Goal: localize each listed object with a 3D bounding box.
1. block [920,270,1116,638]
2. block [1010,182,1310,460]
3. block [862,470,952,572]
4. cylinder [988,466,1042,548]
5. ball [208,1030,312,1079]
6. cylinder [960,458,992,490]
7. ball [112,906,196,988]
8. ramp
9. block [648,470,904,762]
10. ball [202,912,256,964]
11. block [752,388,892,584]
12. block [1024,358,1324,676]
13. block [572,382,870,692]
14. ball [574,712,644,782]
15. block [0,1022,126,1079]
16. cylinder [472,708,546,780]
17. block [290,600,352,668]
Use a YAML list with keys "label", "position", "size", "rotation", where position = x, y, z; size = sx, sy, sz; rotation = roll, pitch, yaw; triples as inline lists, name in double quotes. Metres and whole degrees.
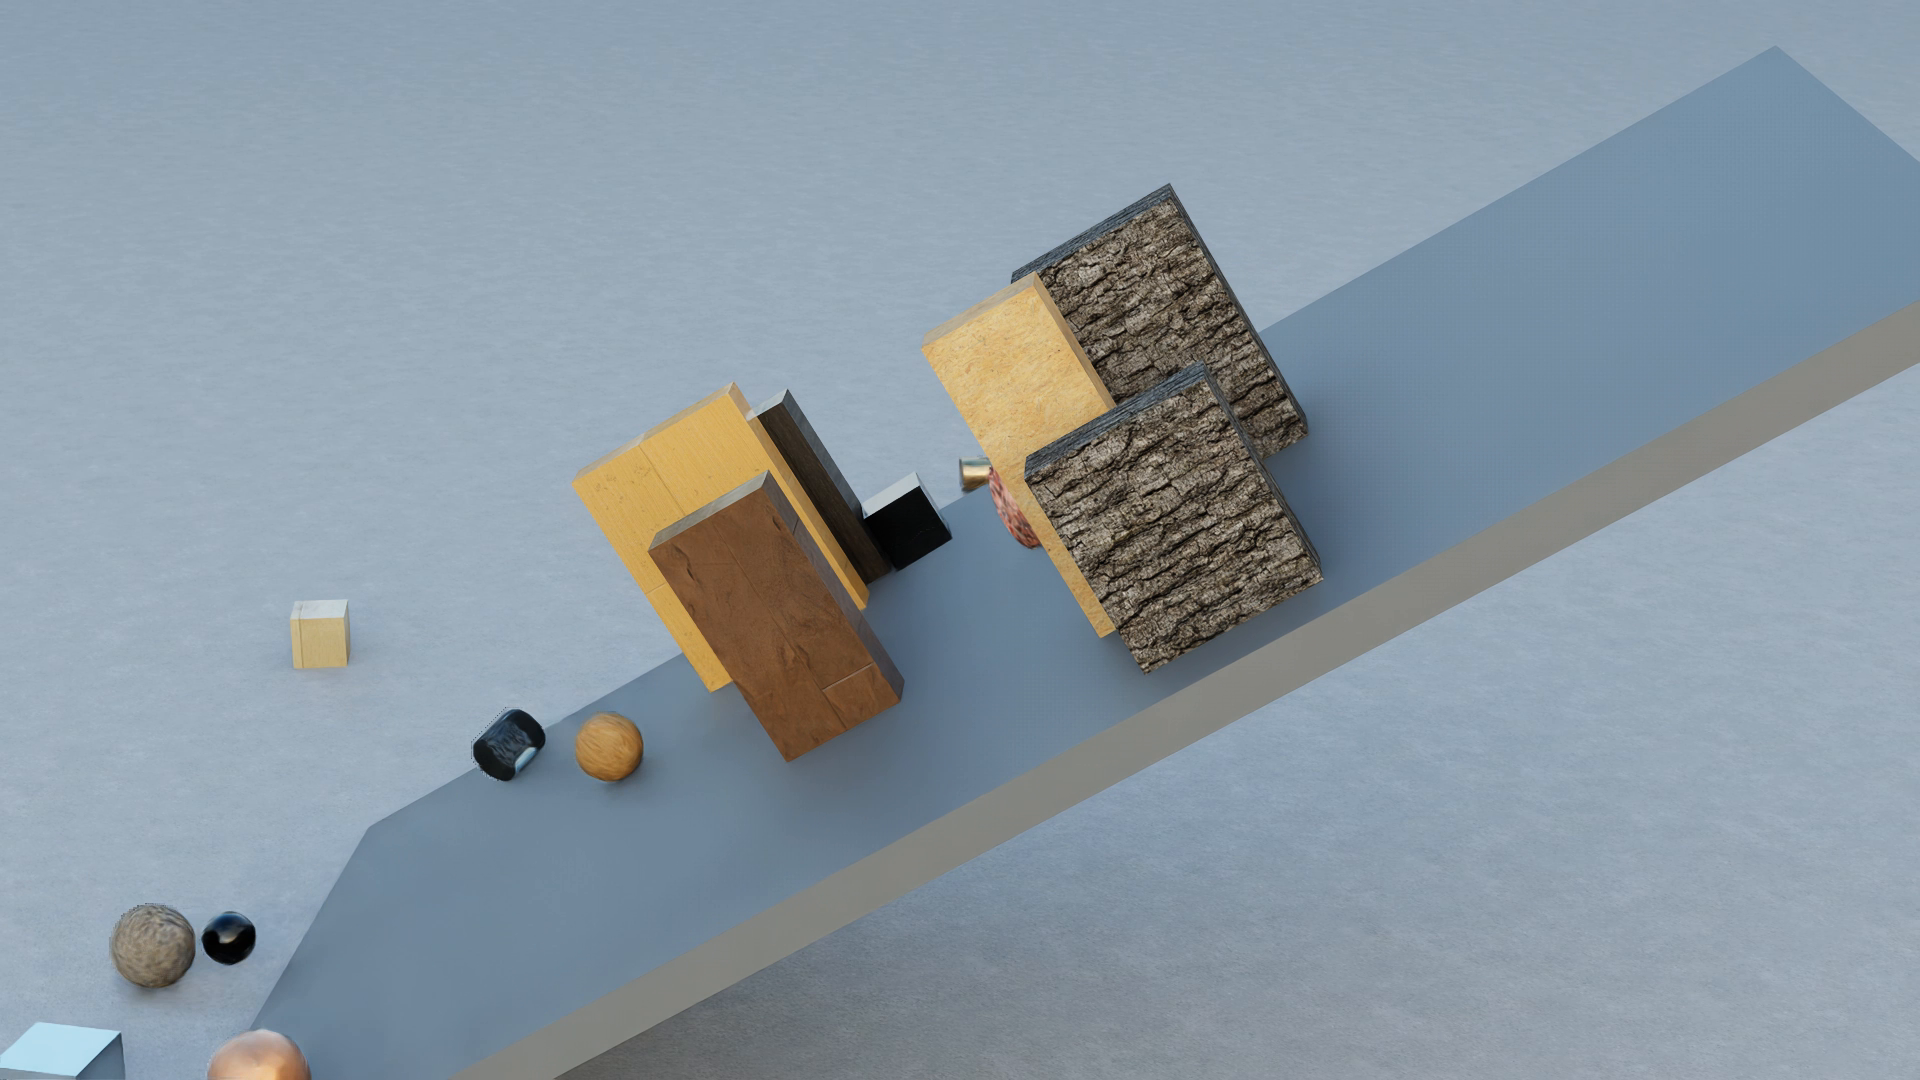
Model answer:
- label: "block"
  position: [0.209, -0.162, 5.684]
  size: [0.247, 0.675, 0.115]
  rotation: [-29, 15, 12]
- label: "block"
  position: [0.420, -0.393, 6.181]
  size: [0.381, 0.585, 0.144]
  rotation: [-29, 15, 12]
- label: "block"
  position: [-0.128, -0.045, 7.031]
  size: [0.153, 0.153, 0.153]
  rotation: [-31, 15, 4]
- label: "cylinder"
  position: [0.205, -0.118, 6.479]
  size: [0.207, 0.207, 0.207]
  rotation: [-26, 10, 22]
- label: "ball"
  position: [-1.399, 1.081, 5.872]
  size: [0.202, 0.202, 0.202]
  rotation: [0, 19, 0]
- label: "cylinder"
  position: [0.061, -0.237, 10.577]
  size: [0.114, 0.114, 0.114]
  rotation: [-2, 19, -6]
- label: "ball"
  position: [-1.912, 0.965, 6.976]
  size: [0.195, 0.195, 0.195]
  rotation: [0, 19, 0]
- label: "ramp"
  position: [0.142, 0.168, 6.287]
  size: [4.000, 0.100, 2.000]
  rotation: [-29, 15, 12]
- label: "block"
  position: [-0.378, 0.160, 6.107]
  size: [0.278, 0.540, 0.119]
  rotation: [-29, 15, 12]
- label: "ball"
  position: [-1.762, 0.960, 7.093]
  size: [0.128, 0.128, 0.128]
  rotation: [0, 19, 0]
- label: "block"
  position: [-0.475, -0.040, 7.060]
  size: [0.436, 0.488, 0.115]
  rotation: [-29, 15, 12]
- label: "block"
  position: [0.391, -0.041, 5.386]
  size: [0.374, 0.439, 0.134]
  rotation: [-29, 15, 12]
- label: "block"
  position: [-0.557, -0.003, 6.883]
  size: [0.434, 0.601, 0.102]
  rotation: [-29, 15, 12]
- label: "ball"
  position: [-0.802, 0.473, 6.718]
  size: [0.156, 0.156, 0.156]
  rotation: [0, 19, 0]
- label: "block"
  position: [-1.936, 1.184, 6.333]
  size: [0.200, 0.200, 0.200]
  rotation: [4, 19, 12]
- label: "cylinder"
  position: [-1.118, 0.508, 7.298]
  size: [0.128, 0.128, 0.128]
  rotation: [11, 38, 28]
- label: "block"
  position: [-1.955, 0.286, 8.997]
  size: [0.159, 0.159, 0.159]
  rotation: [-2, 19, -6]
